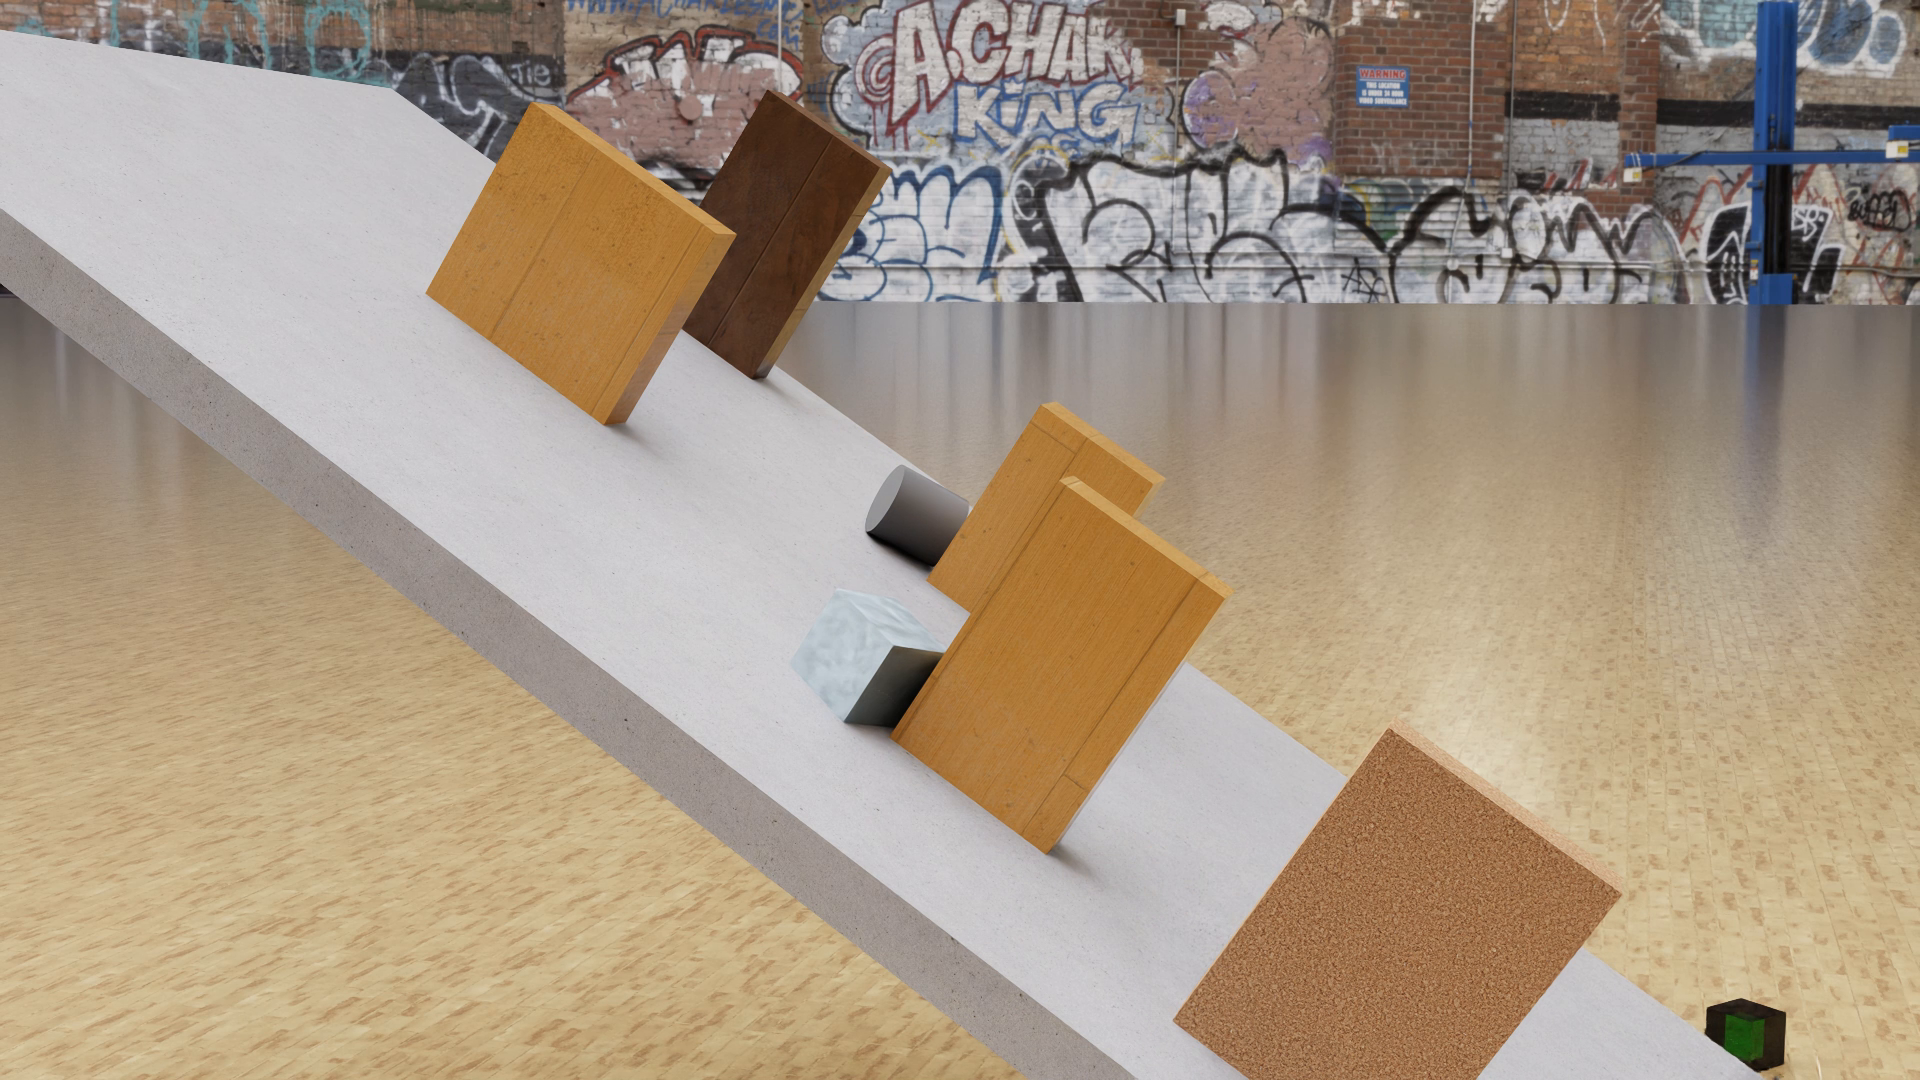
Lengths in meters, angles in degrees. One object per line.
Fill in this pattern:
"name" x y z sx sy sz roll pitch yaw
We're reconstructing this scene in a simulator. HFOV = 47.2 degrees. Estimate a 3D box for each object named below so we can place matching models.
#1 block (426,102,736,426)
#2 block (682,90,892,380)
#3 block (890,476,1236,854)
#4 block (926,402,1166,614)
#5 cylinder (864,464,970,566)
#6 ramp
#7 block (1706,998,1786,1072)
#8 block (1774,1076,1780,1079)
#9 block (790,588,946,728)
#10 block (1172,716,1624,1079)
"block" -0.714 -0.517 4.124 0.441 0.423 0.095 36 15 10
"block" -0.435 -0.683 4.944 0.315 0.559 0.088 36 15 10
"block" 0.159 0.199 3.504 0.316 0.510 0.090 36 15 10
"block" 0.170 -0.020 4.365 0.271 0.426 0.117 36 15 10
"cylinder" -0.087 -0.049 4.460 0.154 0.154 0.154 29 -1 -16
"ramp" -0.120 0.204 4.096 4.000 0.100 2.000 36 15 10
"block" 1.846 1.166 5.170 0.126 0.126 0.126 -4 8 -33
"block" 1.613 1.142 4.294 0.110 0.110 0.110 35 15 6
"block" -0.146 0.194 3.584 0.154 0.154 0.154 43 18 34
"block" 0.622 0.590 3.157 0.386 0.547 0.087 36 15 10
